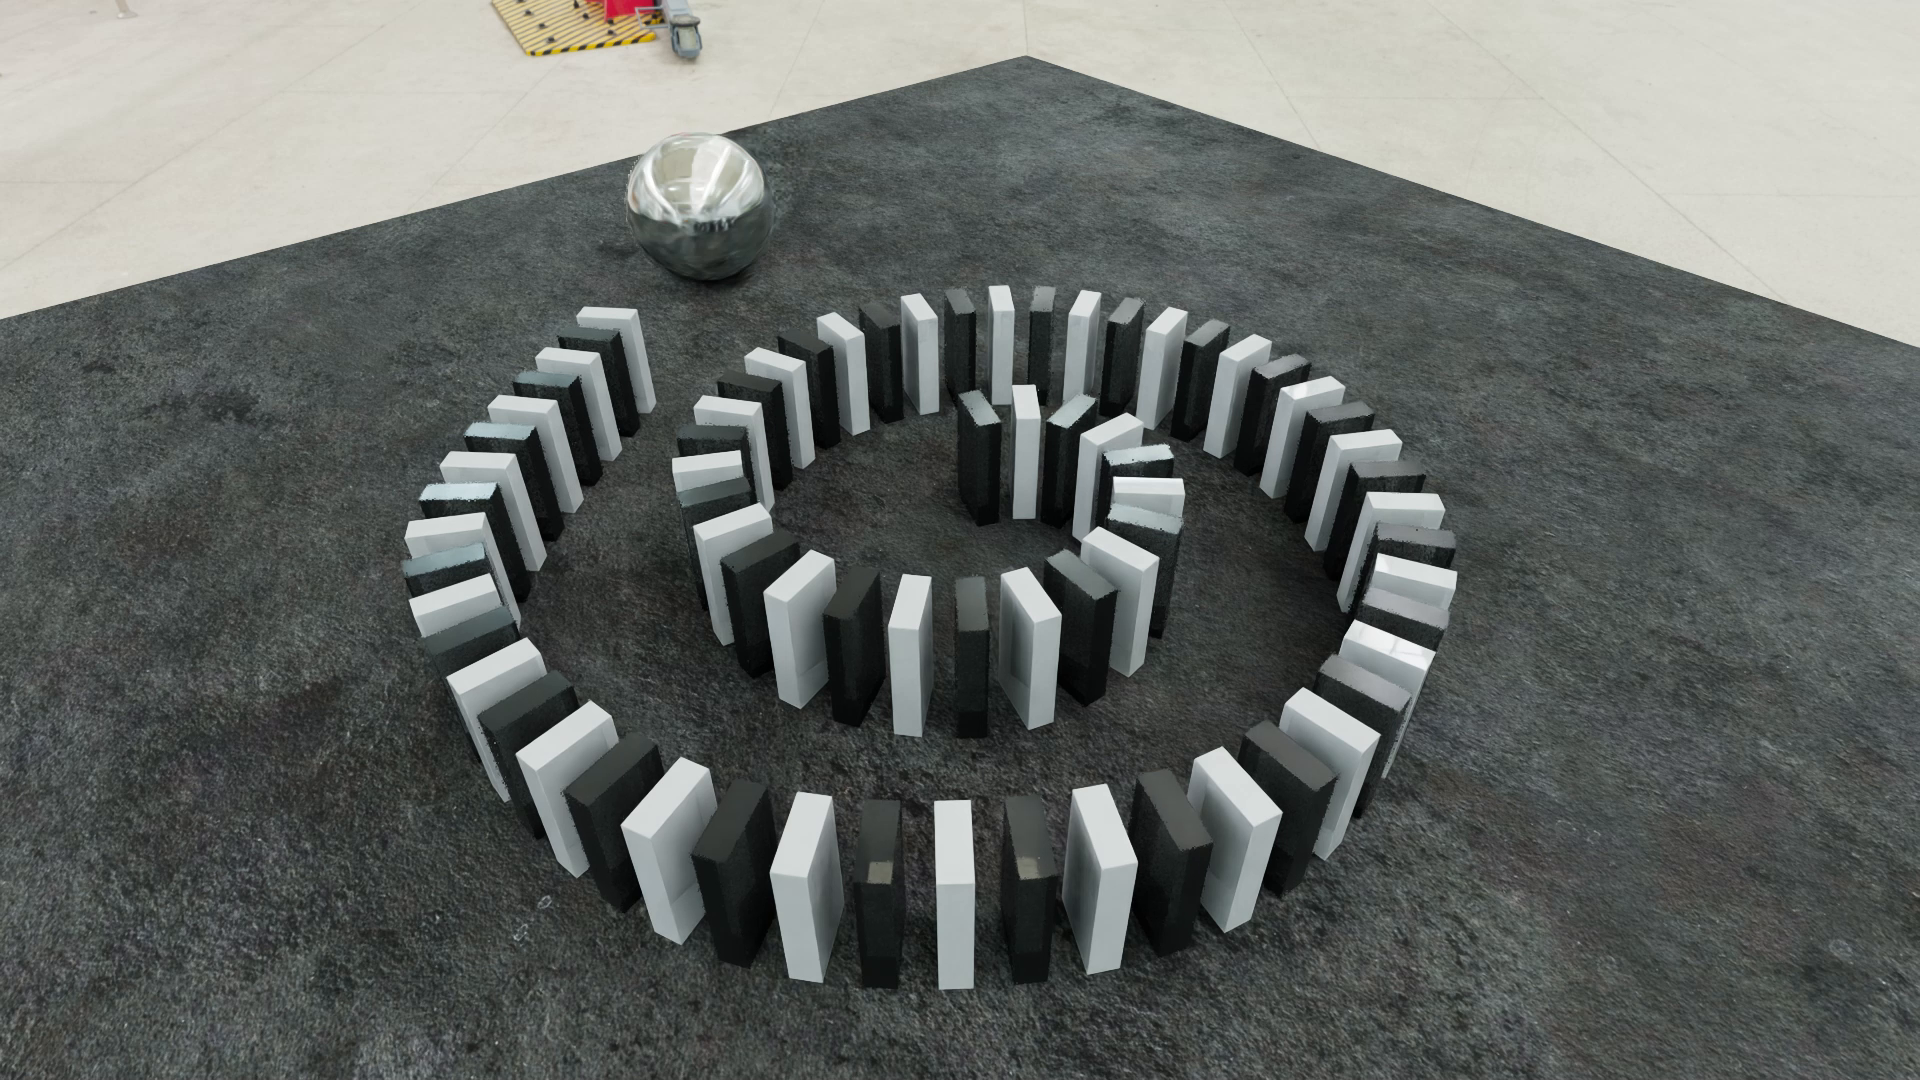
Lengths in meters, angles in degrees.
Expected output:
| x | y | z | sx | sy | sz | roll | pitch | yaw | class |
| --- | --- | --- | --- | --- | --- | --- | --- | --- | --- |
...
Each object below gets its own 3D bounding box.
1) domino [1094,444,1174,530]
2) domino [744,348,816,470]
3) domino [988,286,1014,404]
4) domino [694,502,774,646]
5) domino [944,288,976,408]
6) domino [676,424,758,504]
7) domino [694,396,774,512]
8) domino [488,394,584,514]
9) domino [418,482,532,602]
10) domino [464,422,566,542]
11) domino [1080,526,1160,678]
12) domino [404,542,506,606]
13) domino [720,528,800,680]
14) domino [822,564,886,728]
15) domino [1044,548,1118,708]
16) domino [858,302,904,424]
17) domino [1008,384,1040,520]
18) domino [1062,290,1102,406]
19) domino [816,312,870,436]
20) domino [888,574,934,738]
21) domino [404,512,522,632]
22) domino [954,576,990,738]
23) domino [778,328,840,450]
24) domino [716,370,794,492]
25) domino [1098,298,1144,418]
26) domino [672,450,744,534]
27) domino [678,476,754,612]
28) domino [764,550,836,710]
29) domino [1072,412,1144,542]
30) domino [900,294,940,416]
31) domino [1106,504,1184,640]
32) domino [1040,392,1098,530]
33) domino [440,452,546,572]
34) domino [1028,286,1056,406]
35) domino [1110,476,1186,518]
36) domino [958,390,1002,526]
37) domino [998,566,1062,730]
| x | y | z | sx | sy | sz | roll | pitch | yaw | class |
| --- | --- | --- | --- | --- | --- | --- | --- | --- | --- |
| 0.067 | -0.013 | 0.427 | 0.025 | 0.050 | 0.009 | -7 | 40 | -8 | domino |
| -0.078 | -0.057 | 0.481 | 0.025 | 0.050 | 0.009 | 20 | 43 | 22 | domino |
| 0.019 | -0.093 | 0.524 | 0.009 | 0.050 | 0.025 | -3 | 39 | -3 | domino |
| -0.079 | 0.013 | 0.396 | 0.025 | 0.050 | 0.009 | -22 | 44 | -24 | domino |
| 0.000 | -0.091 | 0.522 | 0.010 | 0.050 | 0.025 | -8 | 40 | -10 | domino |
| -0.095 | -0.022 | 0.438 | 0.025 | 0.050 | 0.010 | 2 | 39 | 2 | domino |
| -0.092 | -0.034 | 0.453 | 0.025 | 0.050 | 0.010 | 9 | 40 | 10 | domino |
| -0.174 | -0.035 | 0.454 | 0.025 | 0.050 | 0.010 | 6 | 40 | 7 | domino |
| -0.179 | 0.002 | 0.409 | 0.025 | 0.050 | 0.009 | -1 | 39 | -2 | domino |
| -0.177 | -0.023 | 0.439 | 0.025 | 0.050 | 0.009 | 4 | 40 | 5 | domino |
| 0.054 | 0.022 | 0.384 | 0.025 | 0.050 | 0.009 | 29 | 48 | 31 | domino |
| -0.171 | 0.026 | 0.380 | 0.025 | 0.050 | 0.009 | -16 | 42 | -18 | domino |
| -0.067 | 0.023 | 0.384 | 0.025 | 0.050 | 0.010 | -29 | 48 | -31 | domino |
| -0.035 | 0.036 | 0.368 | 0.009 | 0.050 | 0.025 | 12 | 41 | 14 | domino |
| 0.039 | 0.030 | 0.374 | 0.010 | 0.050 | 0.025 | -25 | 46 | -27 | domino |
| -0.037 | -0.082 | 0.512 | 0.009 | 0.050 | 0.025 | -18 | 43 | -21 | domino |
| 0.026 | -0.036 | 0.456 | 0.009 | 0.050 | 0.025 | -1 | 39 | -2 | domino |
| 0.058 | -0.089 | 0.520 | 0.010 | 0.050 | 0.025 | 12 | 41 | 14 | domino |
| -0.053 | -0.076 | 0.504 | 0.009 | 0.050 | 0.025 | -25 | 45 | -27 | domino |
| -0.016 | 0.039 | 0.364 | 0.009 | 0.050 | 0.025 | 5 | 40 | 6 | domino |
| -0.177 | 0.014 | 0.394 | 0.025 | 0.050 | 0.010 | -8 | 40 | -9 | domino |
| 0.004 | 0.039 | 0.363 | 0.009 | 0.050 | 0.025 | -2 | 39 | -2 | domino |
| -0.067 | -0.067 | 0.494 | 0.025 | 0.050 | 0.009 | 28 | 47 | 30 | domino |
| -0.087 | -0.046 | 0.468 | 0.025 | 0.050 | 0.010 | 14 | 41 | 16 | domino |
| 0.076 | -0.085 | 0.515 | 0.009 | 0.050 | 0.025 | 17 | 42 | 19 | domino |
| -0.094 | -0.010 | 0.423 | 0.025 | 0.050 | 0.010 | -8 | 40 | -10 | domino |
| -0.088 | 0.002 | 0.409 | 0.025 | 0.050 | 0.010 | -15 | 42 | -18 | domino |
| -0.052 | 0.031 | 0.374 | 0.010 | 0.050 | 0.025 | 21 | 44 | 24 | domino |
| 0.059 | -0.024 | 0.440 | 0.025 | 0.050 | 0.010 | -27 | 46 | -29 | domino |
| -0.019 | -0.087 | 0.518 | 0.009 | 0.050 | 0.025 | -13 | 41 | -15 | domino |
| 0.064 | 0.012 | 0.397 | 0.025 | 0.050 | 0.009 | 13 | 41 | 16 | domino |
| 0.044 | -0.032 | 0.450 | 0.010 | 0.050 | 0.025 | 23 | 44 | 25 | domino |
| -0.179 | -0.010 | 0.424 | 0.025 | 0.050 | 0.010 | 2 | 39 | 3 | domino |
| 0.039 | -0.092 | 0.524 | 0.010 | 0.050 | 0.025 | 5 | 40 | 7 | domino |
| 0.068 | 0.000 | 0.412 | 0.025 | 0.050 | 0.009 | 2 | 39 | 2 | domino |
| 0.008 | -0.033 | 0.452 | 0.010 | 0.050 | 0.025 | -13 | 41 | -15 | domino |
| 0.023 | 0.037 | 0.367 | 0.010 | 0.050 | 0.025 | -15 | 42 | -17 | domino |
